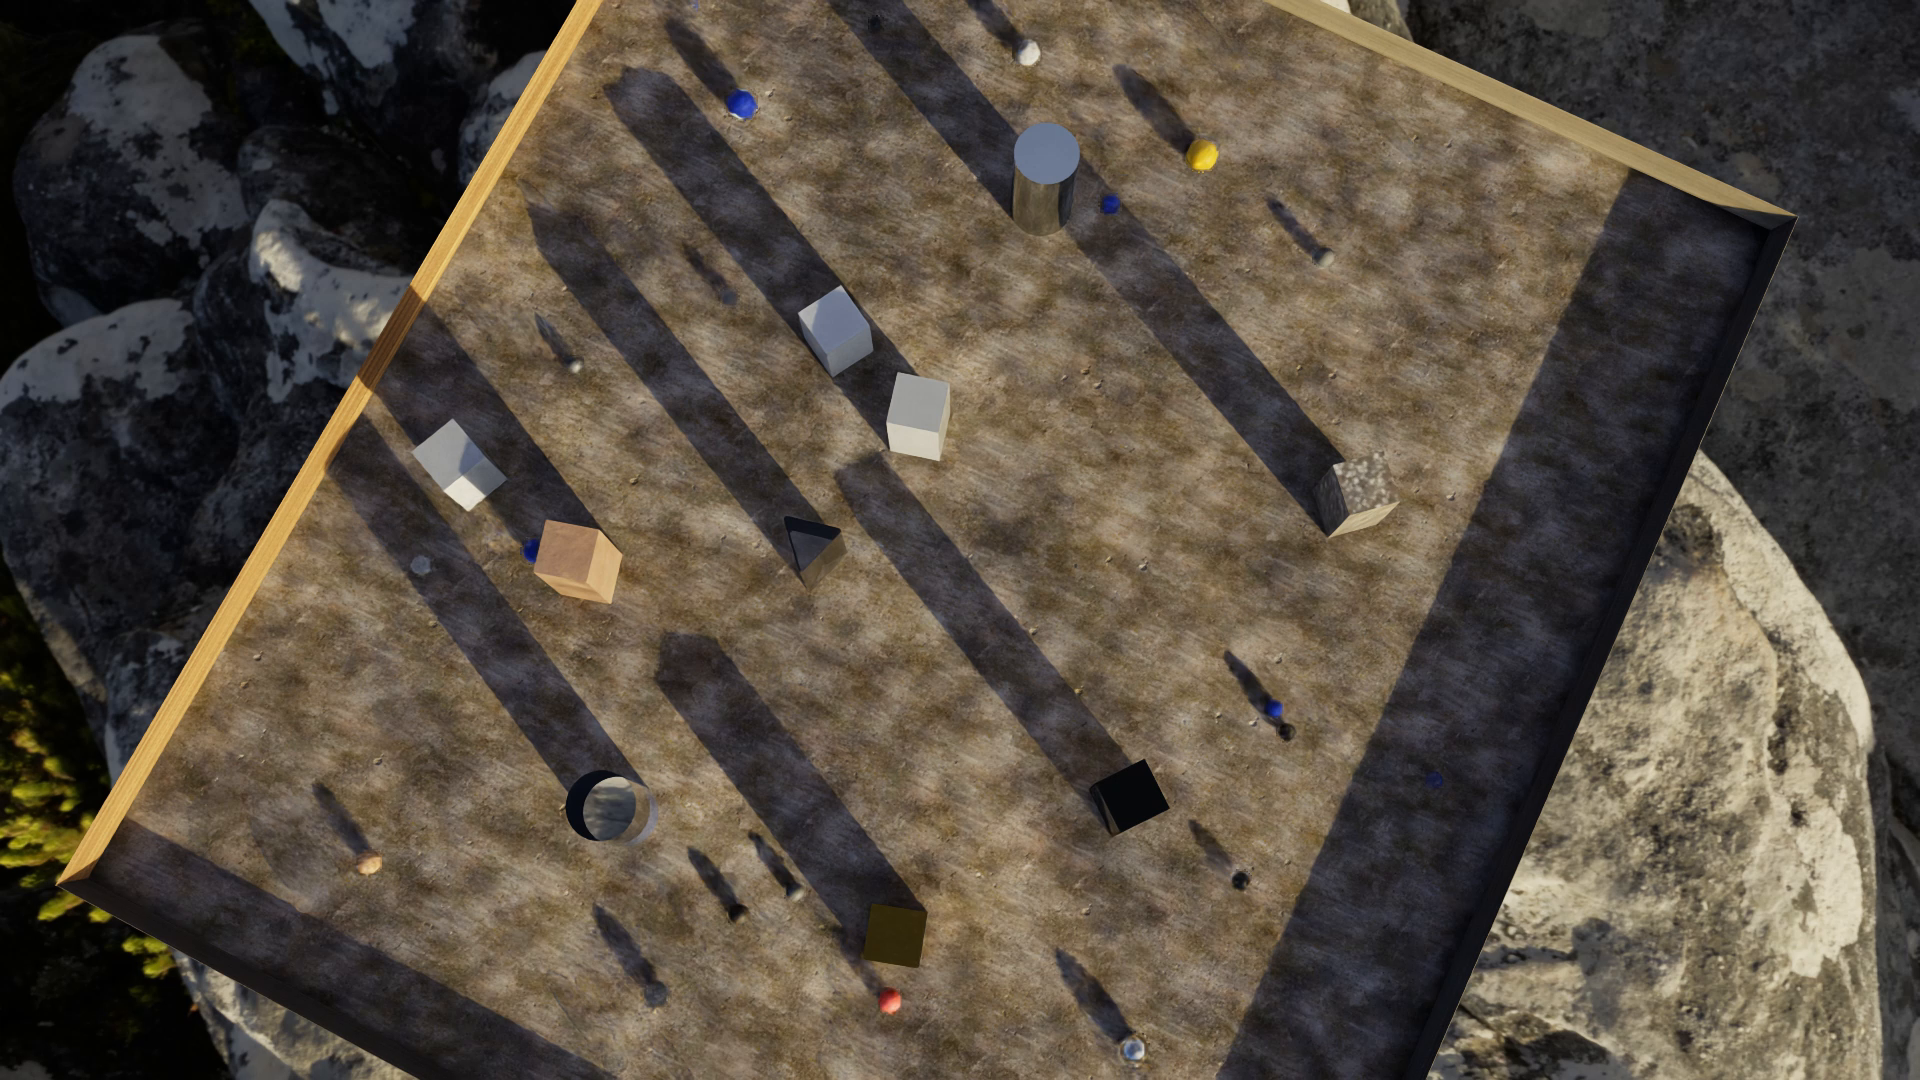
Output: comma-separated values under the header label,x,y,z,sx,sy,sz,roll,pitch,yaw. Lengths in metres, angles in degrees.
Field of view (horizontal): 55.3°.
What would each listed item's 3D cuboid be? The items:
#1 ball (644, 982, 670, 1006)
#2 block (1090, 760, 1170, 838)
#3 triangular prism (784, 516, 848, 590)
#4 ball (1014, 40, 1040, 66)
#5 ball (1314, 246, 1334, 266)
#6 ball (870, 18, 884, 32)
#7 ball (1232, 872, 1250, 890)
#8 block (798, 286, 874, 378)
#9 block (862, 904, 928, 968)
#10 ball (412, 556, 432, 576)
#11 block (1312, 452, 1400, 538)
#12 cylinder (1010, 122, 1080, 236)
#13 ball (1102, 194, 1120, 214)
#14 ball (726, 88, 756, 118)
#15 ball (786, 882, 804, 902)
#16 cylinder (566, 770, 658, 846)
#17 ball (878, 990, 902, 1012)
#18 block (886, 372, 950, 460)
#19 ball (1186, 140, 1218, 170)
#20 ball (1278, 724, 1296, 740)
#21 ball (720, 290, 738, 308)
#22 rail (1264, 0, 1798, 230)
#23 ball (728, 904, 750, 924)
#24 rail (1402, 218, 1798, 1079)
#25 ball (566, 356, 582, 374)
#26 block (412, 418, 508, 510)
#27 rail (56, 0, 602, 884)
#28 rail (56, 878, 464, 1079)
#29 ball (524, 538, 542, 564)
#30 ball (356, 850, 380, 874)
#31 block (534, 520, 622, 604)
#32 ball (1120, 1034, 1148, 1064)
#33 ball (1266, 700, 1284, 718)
label,x,y,z,sx,sy,sz,roll,pitch,yaw
ball,-0.879,1.315,5.307,0.073,0.073,0.073,0,78,0
block,0.488,0.751,5.315,0.156,0.286,0.156,-26,79,-5
triangular prism,-0.455,0.014,5.451,0.146,0.319,0.169,43,81,8
ball,0.216,-1.570,5.900,0.081,0.081,0.081,0,78,0
ball,1.148,-0.891,5.769,0.063,0.063,0.063,0,78,0
ball,-0.271,-1.669,5.938,0.046,0.046,0.046,0,78,0
ball,0.824,1.002,5.381,0.055,0.055,0.055,0,78,0
block,-0.379,-0.637,5.623,0.156,0.247,0.156,-34,80,-7
block,-0.184,1.135,5.260,0.156,0.239,0.156,9,78,2
ball,-1.638,0.077,5.571,0.059,0.059,0.059,0,78,0
block,1.182,-0.133,5.481,0.156,0.319,0.156,-15,79,-3
cylinder,0.257,-1.102,5.631,0.195,0.419,0.195,0,78,0
ball,0.478,-1.064,5.806,0.061,0.061,0.061,0,78,0
ball,-0.699,-1.394,5.857,0.094,0.094,0.094,0,78,0
ball,-0.484,1.032,5.376,0.053,0.053,0.053,0,78,0
cylinder,-0.994,0.774,5.258,0.195,0.388,0.195,0,78,0
ball,-0.203,1.335,5.307,0.065,0.065,0.065,0,78,0
block,-0.123,-0.369,5.523,0.156,0.333,0.156,12,79,2
ball,0.770,-1.223,5.820,0.098,0.098,0.098,0,78,0
ball,0.977,0.574,5.471,0.052,0.052,0.052,0,78,0
ball,-0.722,-0.758,5.745,0.056,0.056,0.056,0,78,0
rail,0.920,-1.794,5.922,3.752,0.127,0.045,26,80,5
ball,-0.646,1.094,5.360,0.060,0.060,0.060,0,78,0
rail,1.657,0.818,5.381,0.045,0.127,4.160,26,80,5
ball,-1.200,-0.545,5.703,0.051,0.051,0.051,0,78,0
block,-1.505,-0.224,5.523,0.156,0.274,0.156,-41,81,-8
rail,-1.657,-0.804,5.717,0.045,0.127,4.160,26,80,5
rail,-0.920,1.808,5.177,3.752,0.127,0.045,26,80,5
ball,-1.288,0.033,5.569,0.079,0.079,0.079,0,78,0
ball,-1.739,0.947,5.384,0.071,0.071,0.071,0,78,0
block,-1.124,0.068,5.414,0.156,0.369,0.156,11,79,2
ball,0.501,1.465,5.271,0.084,0.084,0.084,0,78,0
ball,0.940,0.504,5.485,0.053,0.053,0.053,0,78,0
